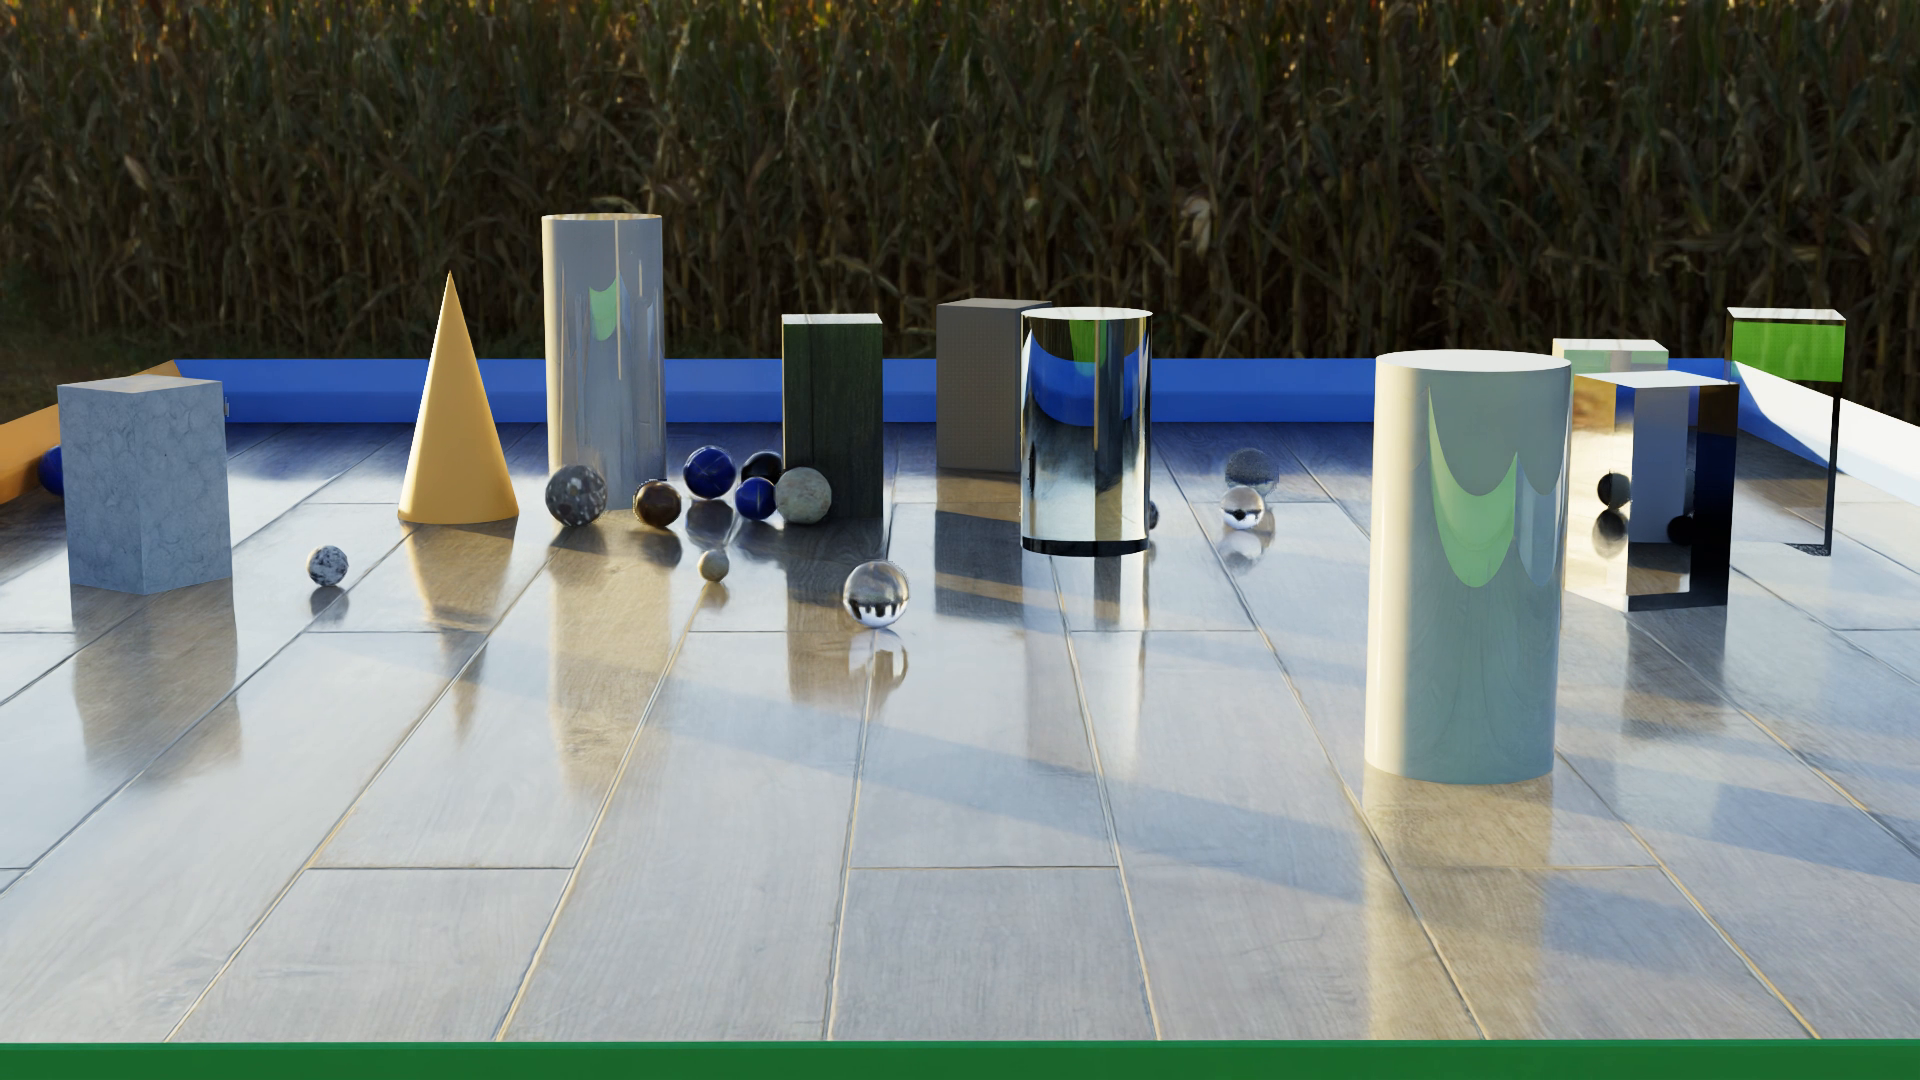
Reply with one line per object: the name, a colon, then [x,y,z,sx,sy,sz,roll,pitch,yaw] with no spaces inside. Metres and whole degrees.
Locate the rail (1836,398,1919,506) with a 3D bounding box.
rail: [1.586,0.031,3.458,0.045,0.129,3.761,0,10,0]

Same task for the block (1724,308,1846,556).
block: [1.248,-0.167,3.912,0.159,0.357,0.159,2,11,13]

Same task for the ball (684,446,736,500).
ball: [-0.425,-0.114,4.358,0.089,0.089,0.089,0,10,0]

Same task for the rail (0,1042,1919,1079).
rail: [0.011,0.371,1.623,3.219,0.129,0.045,0,10,0]

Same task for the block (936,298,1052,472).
block: [0.063,-0.287,4.720,0.159,0.298,0.159,5,12,26]

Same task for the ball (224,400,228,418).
ball: [-1.530,-0.266,5.221,0.075,0.075,0.075,0,10,0]

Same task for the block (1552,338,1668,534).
block: [1.027,-0.166,4.083,0.159,0.291,0.159,1,11,7]

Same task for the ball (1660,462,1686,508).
ball: [1.168,-0.092,4.273,0.077,0.077,0.077,0,10,0]

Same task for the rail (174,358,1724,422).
rail: [-0.011,-0.305,5.274,3.219,0.129,0.045,0,10,0]

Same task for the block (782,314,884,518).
block: [-0.211,-0.206,4.228,0.159,0.318,0.159,-1,11,-5]

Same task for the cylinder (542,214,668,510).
cylinder: [-0.595,-0.302,4.308,0.198,0.478,0.198,0,10,0]

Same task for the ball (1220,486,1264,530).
ball: [0.447,-0.051,4.070,0.071,0.071,0.071,0,10,0]

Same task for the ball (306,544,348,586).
ball: [-0.896,0.036,3.635,0.058,0.058,0.058,0,10,0]

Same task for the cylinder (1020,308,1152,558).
cylinder: [0.192,-0.168,3.913,0.198,0.357,0.198,0,10,0]

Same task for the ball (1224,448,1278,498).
ball: [0.493,-0.110,4.342,0.088,0.088,0.088,0,10,0]

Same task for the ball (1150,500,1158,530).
ball: [0.282,-0.039,4.034,0.060,0.060,0.060,0,10,0]

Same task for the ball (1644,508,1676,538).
ball: [1.090,-0.025,3.995,0.047,0.047,0.047,0,10,0]

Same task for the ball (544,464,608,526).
ball: [-0.613,-0.071,4.099,0.099,0.099,0.099,0,10,0]

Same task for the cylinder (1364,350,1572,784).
cylinder: [0.530,0.024,2.690,0.198,0.426,0.198,0,10,0]

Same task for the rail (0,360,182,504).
rail: [-1.586,0.035,3.440,0.045,0.129,3.761,0,10,0]

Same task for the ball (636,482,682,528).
ball: [-0.481,-0.057,4.091,0.074,0.074,0.074,0,10,0]

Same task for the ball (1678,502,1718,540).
ball: [1.143,-0.029,3.978,0.060,0.060,0.060,0,10,0]

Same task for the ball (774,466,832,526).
ball: [-0.252,-0.071,4.113,0.093,0.093,0.093,0,10,0]

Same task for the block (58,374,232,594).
block: [-1.160,-0.082,3.655,0.159,0.283,0.159,7,12,32]

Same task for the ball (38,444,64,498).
ball: [-1.527,-0.118,4.378,0.091,0.091,0.091,0,10,0]

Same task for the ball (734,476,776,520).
ball: [-0.329,-0.066,4.152,0.071,0.071,0.071,0,10,0]

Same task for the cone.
cone: [-0.825,-0.241,4.187,0.198,0.402,0.198,0,10,0]

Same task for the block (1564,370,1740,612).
block: [0.950,-0.070,3.530,0.159,0.304,0.159,-3,11,-16]

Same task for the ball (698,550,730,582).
ball: [-0.351,0.037,3.661,0.046,0.046,0.046,0,10,0]

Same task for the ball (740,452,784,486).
ball: [-0.330,-0.109,4.350,0.083,0.083,0.083,0,10,0]

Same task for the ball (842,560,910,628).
ball: [-0.110,0.071,3.359,0.088,0.088,0.088,0,10,0]
